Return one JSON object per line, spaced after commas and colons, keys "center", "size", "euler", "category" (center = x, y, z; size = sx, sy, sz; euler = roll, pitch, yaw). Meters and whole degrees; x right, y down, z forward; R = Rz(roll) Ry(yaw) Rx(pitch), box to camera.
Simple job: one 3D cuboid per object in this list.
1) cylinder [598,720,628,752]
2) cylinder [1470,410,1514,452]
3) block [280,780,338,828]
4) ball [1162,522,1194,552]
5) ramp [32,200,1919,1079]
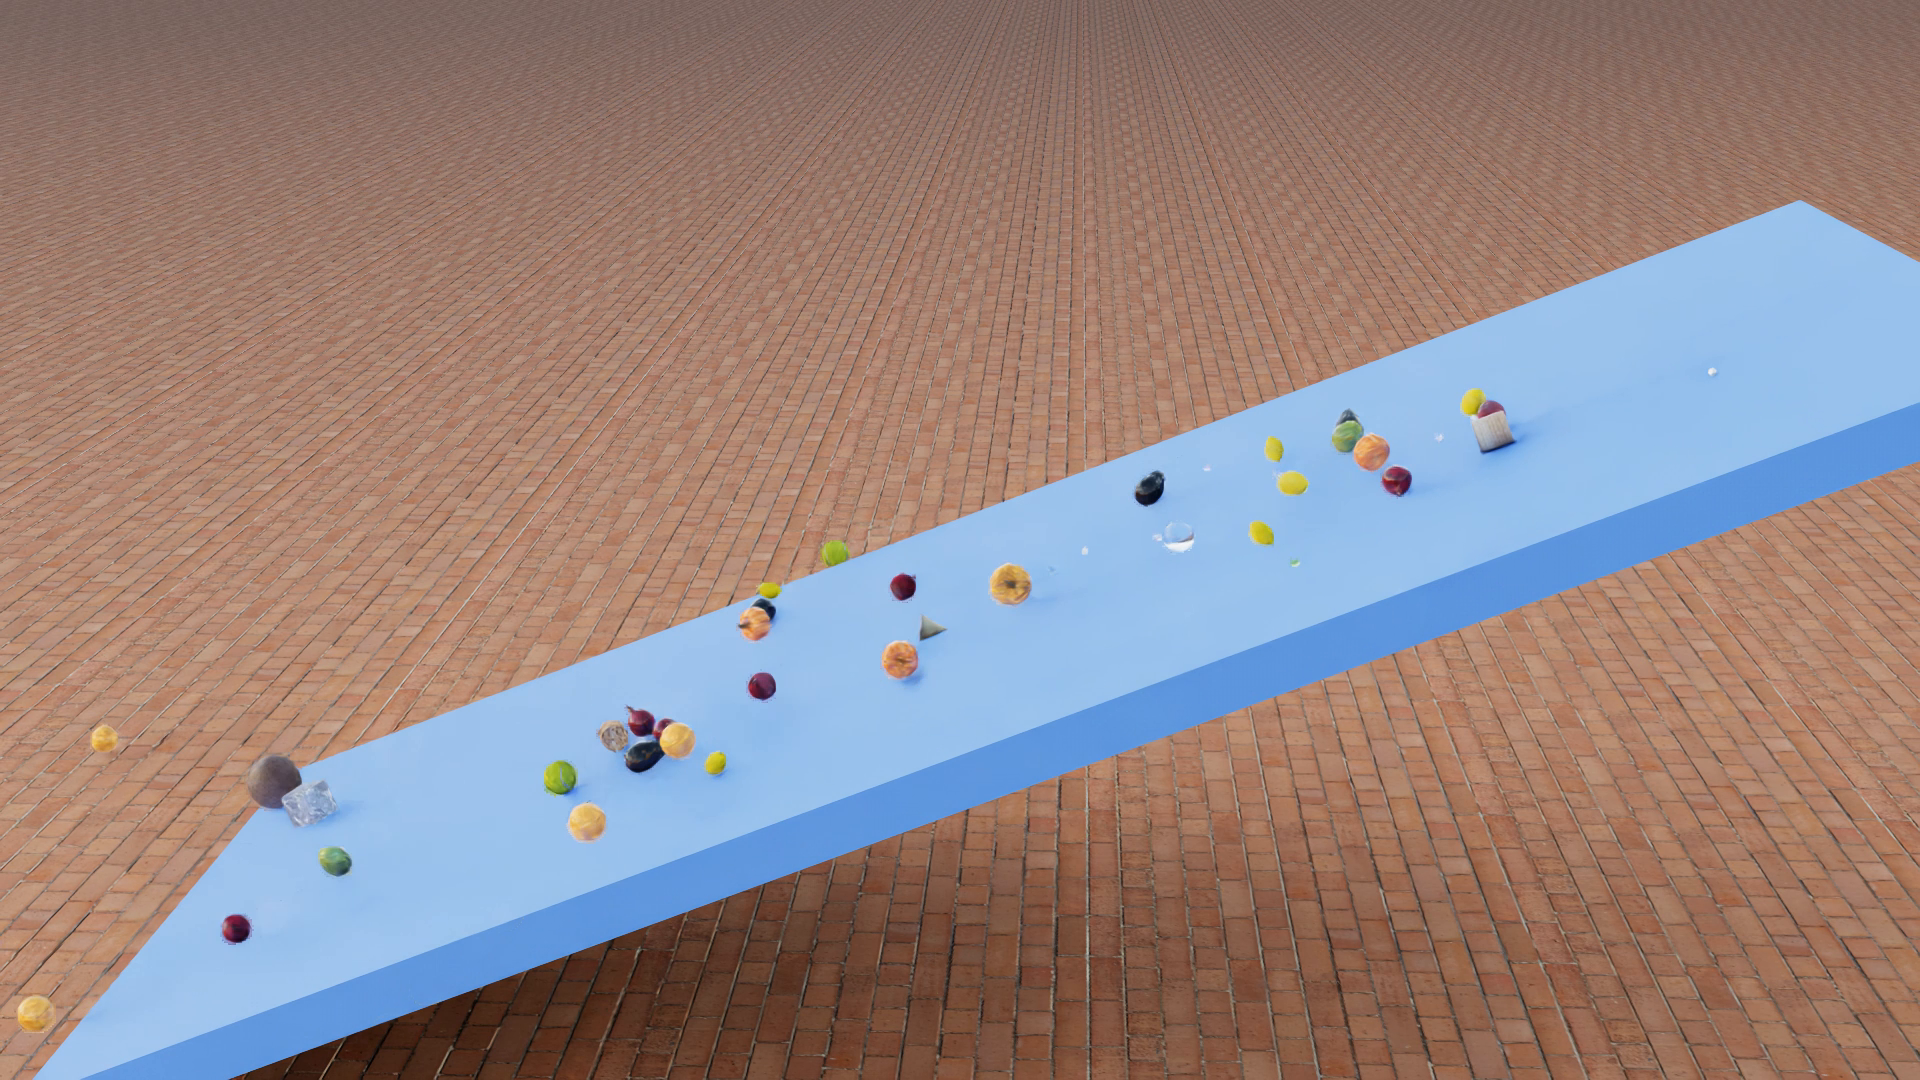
{"center": [-0.749, 0.423, 6.359], "size": [0.059, 0.059, 0.059], "euler": [-3, 9, -13], "category": "cylinder"}
{"center": [1.069, -0.217, 5.907], "size": [0.068, 0.068, 0.068], "euler": [-20, 11, 8], "category": "cylinder"}
{"center": [-1.518, 0.615, 6.866], "size": [0.078, 0.078, 0.078], "euler": [-13, 15, 36], "category": "block"}
{"center": [0.453, -0.006, 6.089], "size": [0.065, 0.065, 0.065], "euler": [0, 14, 0], "category": "ball"}
{"center": [0.123, 0.174, 6.291], "size": [4.000, 0.100, 2.000], "euler": [-21, 12, 7], "category": "ramp"}
